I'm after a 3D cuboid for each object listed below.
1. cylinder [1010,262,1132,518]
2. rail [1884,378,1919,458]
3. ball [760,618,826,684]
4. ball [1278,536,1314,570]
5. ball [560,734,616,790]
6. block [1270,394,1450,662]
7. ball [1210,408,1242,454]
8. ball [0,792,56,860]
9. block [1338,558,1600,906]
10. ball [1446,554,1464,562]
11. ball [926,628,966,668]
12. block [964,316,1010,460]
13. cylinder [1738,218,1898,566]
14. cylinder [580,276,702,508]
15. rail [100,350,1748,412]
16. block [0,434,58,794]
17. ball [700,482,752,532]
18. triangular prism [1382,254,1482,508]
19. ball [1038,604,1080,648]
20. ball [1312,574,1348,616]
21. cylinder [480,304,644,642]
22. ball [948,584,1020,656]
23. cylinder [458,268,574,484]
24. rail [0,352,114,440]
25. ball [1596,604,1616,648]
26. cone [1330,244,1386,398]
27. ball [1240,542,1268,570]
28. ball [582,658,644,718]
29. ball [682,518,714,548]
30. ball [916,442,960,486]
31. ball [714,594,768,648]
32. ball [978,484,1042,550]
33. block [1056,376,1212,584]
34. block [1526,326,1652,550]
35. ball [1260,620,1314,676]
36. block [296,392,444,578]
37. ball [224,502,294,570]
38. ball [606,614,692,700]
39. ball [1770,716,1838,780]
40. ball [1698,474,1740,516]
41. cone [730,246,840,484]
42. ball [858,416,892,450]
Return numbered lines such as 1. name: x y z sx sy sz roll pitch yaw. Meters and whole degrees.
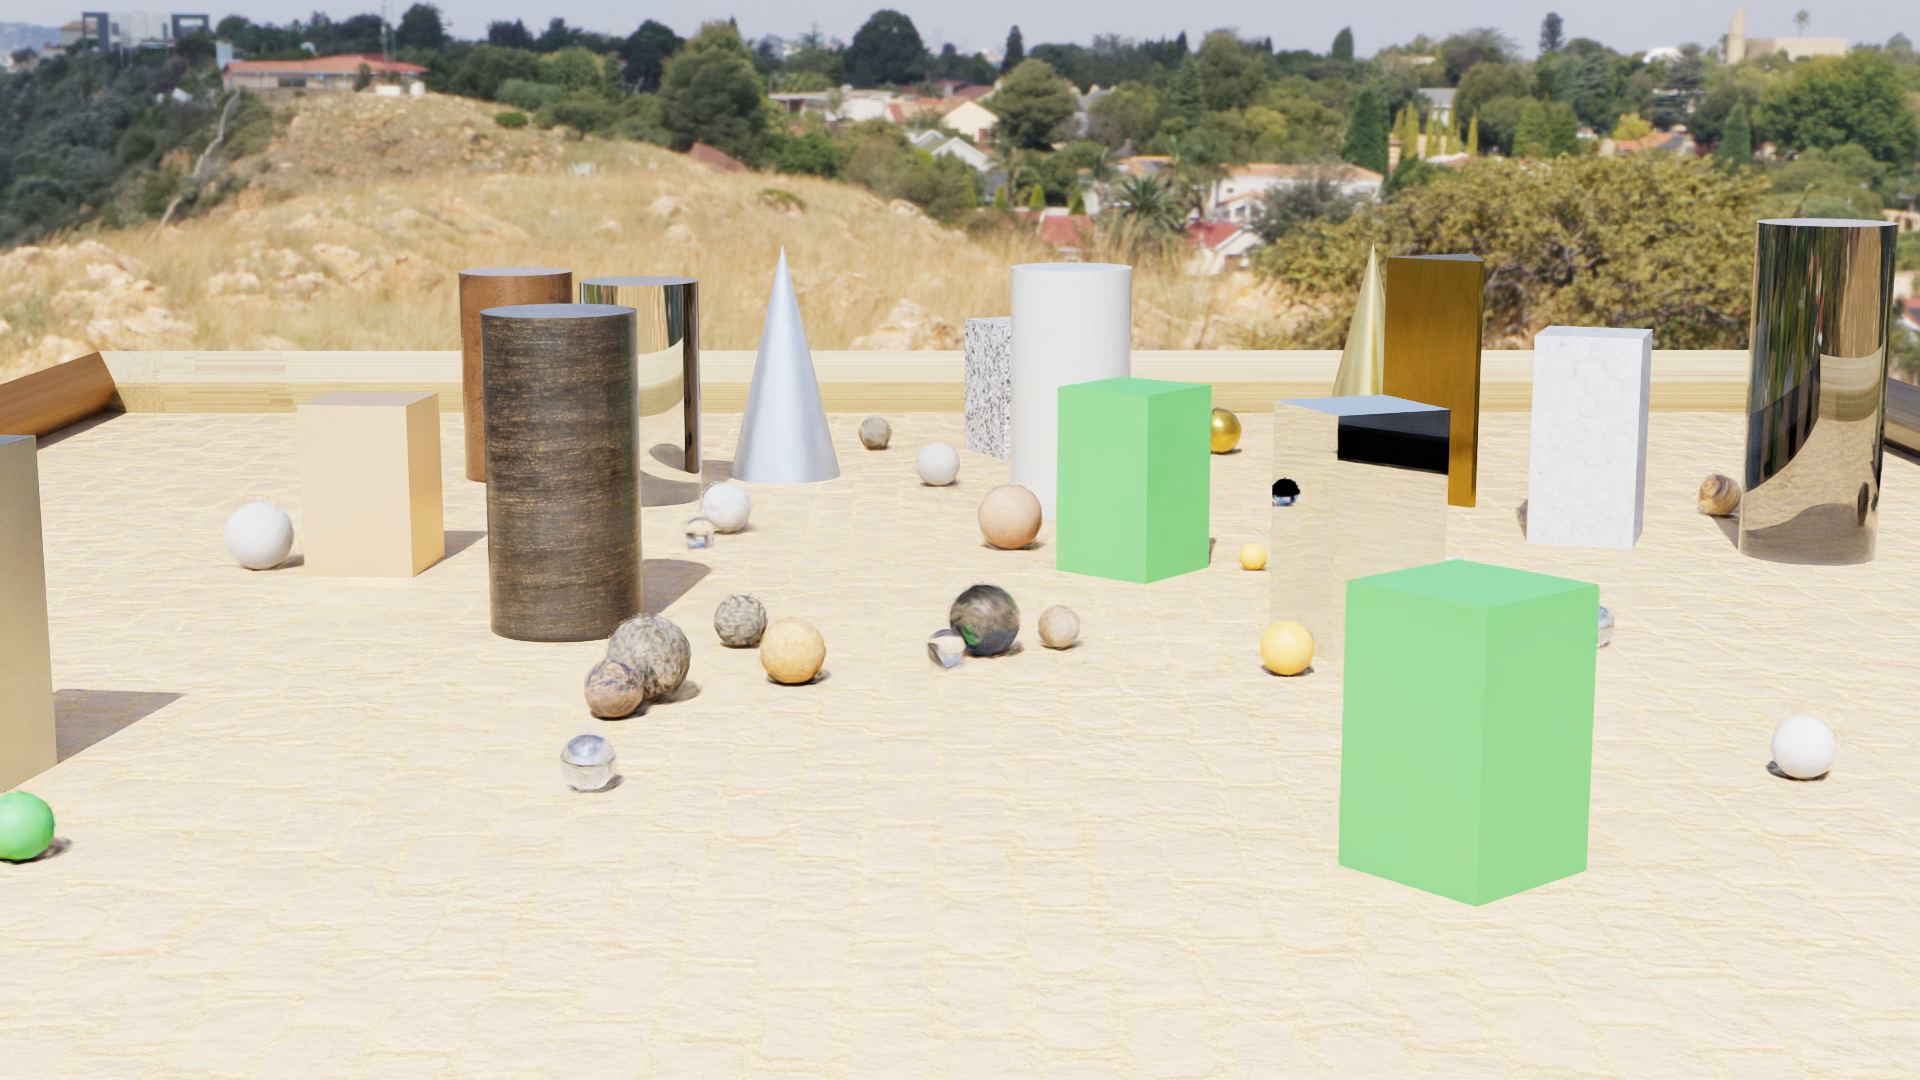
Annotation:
1. cylinder: 0.183 -0.250 4.239 0.199 0.401 0.199 0 10 0
2. rail: 1.789 0.031 3.459 0.045 0.130 4.077 0 10 0
3. ball: -0.200 0.132 3.059 0.079 0.079 0.079 0 10 0
4. ball: 0.490 0.019 3.745 0.051 0.051 0.051 0 10 0
5. ball: -0.378 0.226 2.610 0.058 0.058 0.058 0 10 0
6. block: 0.504 -0.018 3.246 0.160 0.307 0.160 -4 11 -22
7. ball: 0.490 -0.207 4.869 0.089 0.089 0.089 0 10 0
8. ball: -0.873 0.265 2.380 0.064 0.064 0.064 0 10 0
9. block: 0.462 0.170 2.336 0.160 0.268 0.160 -9 14 -40
10. ball: 0.672 0.054 3.510 0.068 0.068 0.068 0 10 0
11. ball: -0.017 0.133 3.140 0.049 0.049 0.049 0 10 0
12. block: 0.117 -0.293 4.884 0.160 0.251 0.160 -5 12 -27
13. cylinder: 1.281 -0.225 3.837 0.199 0.498 0.199 0 10 0
14. cylinder: -0.540 -0.254 4.351 0.199 0.370 0.199 0 10 0
15. rail: -0.012 -0.333 5.430 3.626 0.130 0.045 0 10 0
16. block: -1.044 0.077 2.612 0.160 0.351 0.160 2 11 8
17. ball: -0.369 -0.051 4.048 0.081 0.081 0.081 0 10 0
18. triangular prism: 0.829 -0.276 4.357 0.173 0.410 0.150 7 13 34
19. ball: 0.125 0.110 3.247 0.055 0.055 0.055 0 10 0
20. ball: 0.493 0.073 3.377 0.057 0.057 0.057 0 10 0
21. cylinder: -0.517 -0.091 3.340 0.199 0.415 0.199 0 10 0
22. ball: 0.031 0.100 3.205 0.090 0.090 0.090 0 10 0
23. cylinder: -0.789 -0.296 4.586 0.199 0.367 0.199 0 10 0
24. rail: -1.789 0.035 3.439 0.045 0.130 4.077 0 10 0
25. ball: 0.803 0.108 3.253 0.055 0.055 0.055 0 10 0
26. cone: 0.752 -0.340 4.707 0.199 0.409 0.199 0 10 0
27. ball: 0.428 0.024 3.749 0.041 0.041 0.041 0 10 0
28. ball: -0.392 0.168 2.898 0.068 0.068 0.068 0 10 0
29. ball: -0.400 -0.011 3.922 0.047 0.047 0.047 0 10 0
30. ball: -0.038 -0.133 4.498 0.078 0.078 0.078 0 10 0
31. ball: -0.278 0.102 3.252 0.068 0.068 0.068 0 10 0
32. ball: 0.077 -0.036 3.912 0.100 0.100 0.100 0 10 0
33. block: 0.253 -0.090 3.736 0.160 0.270 0.160 8 13 38
34. block: 0.978 -0.162 3.984 0.160 0.321 0.160 4 11 20
35. ball: 0.395 0.131 3.103 0.066 0.066 0.066 0 10 0
36. block: -0.860 -0.083 3.757 0.160 0.249 0.160 1 11 5
37. ball: -1.025 -0.007 3.754 0.100 0.100 0.100 0 10 0
38. ball: -0.360 0.135 2.967 0.098 0.098 0.098 0 10 0
39. ball: 0.872 0.214 2.652 0.066 0.066 0.066 0 10 0
40. ball: 1.243 -0.073 4.199 0.067 0.067 0.067 0 10 0
41. cone: -0.315 -0.321 4.588 0.199 0.414 0.199 0 10 0
42. ball: -0.163 -0.206 4.929 0.064 0.064 0.064 0 10 0
